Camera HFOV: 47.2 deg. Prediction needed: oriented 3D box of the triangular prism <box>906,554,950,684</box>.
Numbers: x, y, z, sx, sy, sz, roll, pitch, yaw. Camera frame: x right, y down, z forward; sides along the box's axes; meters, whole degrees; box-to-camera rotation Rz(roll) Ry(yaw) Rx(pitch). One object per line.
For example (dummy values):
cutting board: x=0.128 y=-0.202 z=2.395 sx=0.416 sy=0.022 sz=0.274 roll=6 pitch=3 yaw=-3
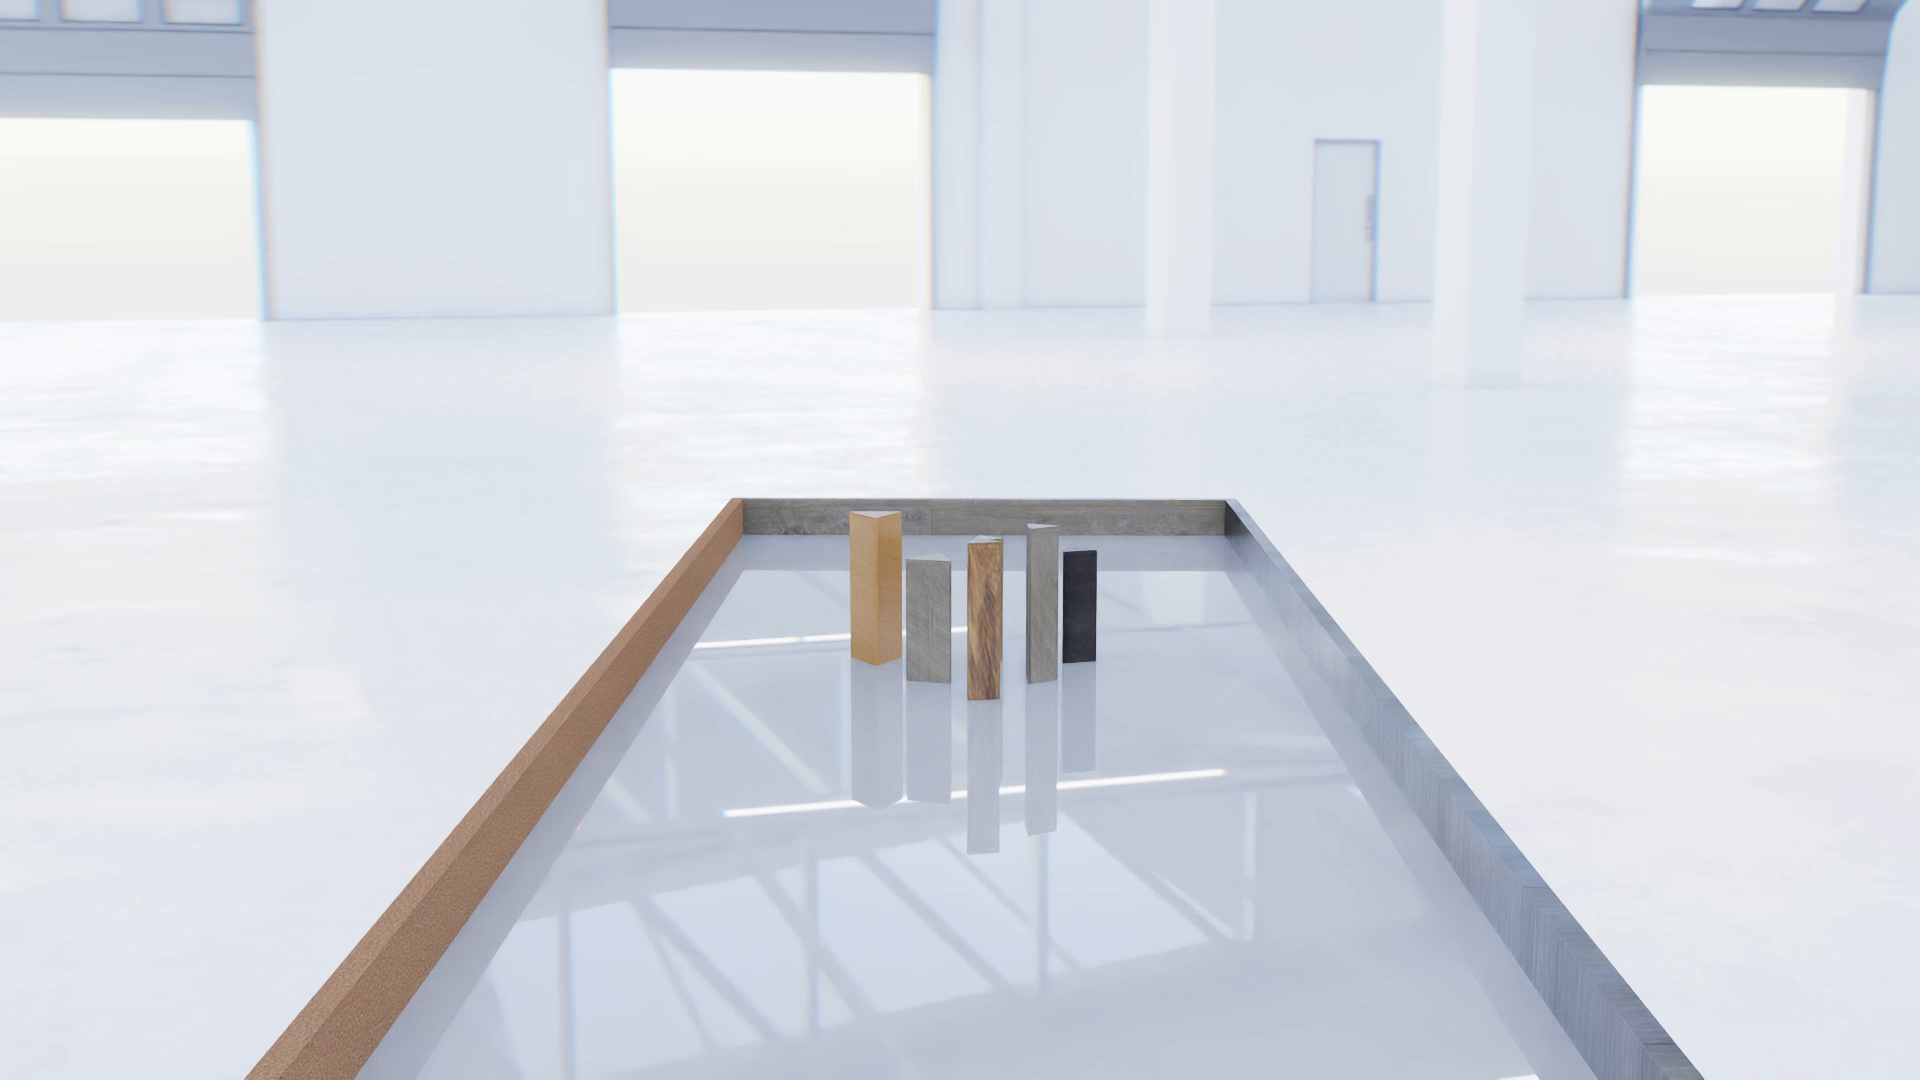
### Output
triangular prism: x=-0.074 y=0.227 z=6.429 sx=0.136 sy=0.360 sz=0.118 roll=3 pitch=9 yaw=17

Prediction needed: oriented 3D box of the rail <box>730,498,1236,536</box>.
rail: x=0.099 y=-0.098 z=9.147 sx=2.100 sy=0.150 sz=0.050 roll=0 pitch=9 yaw=1

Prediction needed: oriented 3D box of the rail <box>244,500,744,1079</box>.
rail: x=-1.004 y=0.839 z=3.234 sx=0.050 sy=0.150 sz=12.000 roll=0 pitch=9 yaw=1

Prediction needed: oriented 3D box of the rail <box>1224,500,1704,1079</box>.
rail: x=1.046 y=0.843 z=3.208 sx=0.050 sy=0.150 sz=12.000 roll=0 pitch=9 yaw=1

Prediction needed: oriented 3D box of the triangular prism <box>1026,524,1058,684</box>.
triangular prism: x=0.220 y=0.183 z=6.403 sx=0.101 sy=0.455 sz=0.087 roll=-6 pitch=11 yaw=-33

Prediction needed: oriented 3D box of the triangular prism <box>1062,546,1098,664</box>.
triangular prism: x=0.348 y=0.194 z=6.688 sx=0.109 sy=0.343 sz=0.094 roll=-3 pitch=10 yaw=-19

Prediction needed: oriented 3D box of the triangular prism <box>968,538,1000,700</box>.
triangular prism: x=0.058 y=0.222 z=6.182 sx=0.093 sy=0.447 sz=0.081 roll=-2 pitch=9 yaw=-12

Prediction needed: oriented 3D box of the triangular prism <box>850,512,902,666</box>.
triangular prism: x=-0.236 y=0.141 z=6.684 sx=0.134 sy=0.450 sz=0.155 roll=-6 pitch=11 yaw=-32

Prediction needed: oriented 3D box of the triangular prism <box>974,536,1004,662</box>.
triangular prism: x=0.072 y=0.178 z=6.683 sx=0.096 sy=0.377 sz=0.083 roll=-3 pitch=9 yaw=-18
